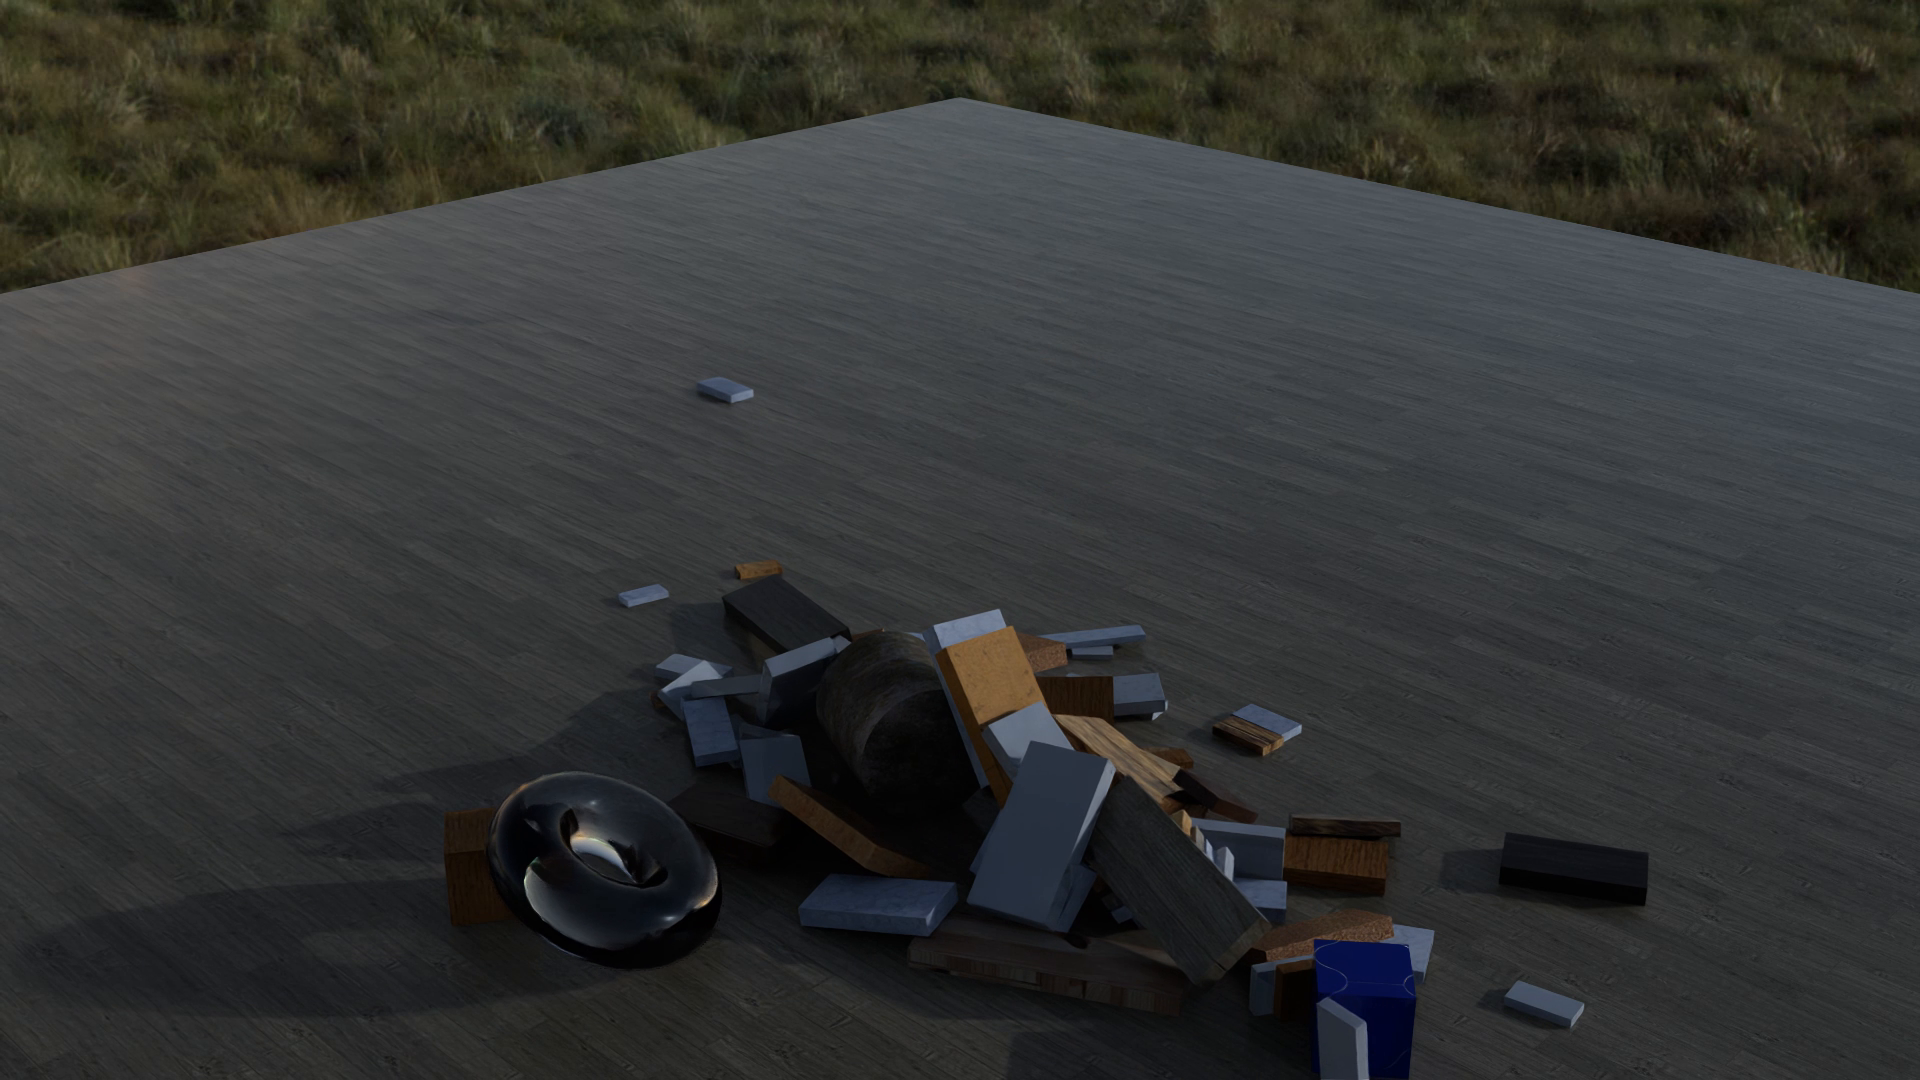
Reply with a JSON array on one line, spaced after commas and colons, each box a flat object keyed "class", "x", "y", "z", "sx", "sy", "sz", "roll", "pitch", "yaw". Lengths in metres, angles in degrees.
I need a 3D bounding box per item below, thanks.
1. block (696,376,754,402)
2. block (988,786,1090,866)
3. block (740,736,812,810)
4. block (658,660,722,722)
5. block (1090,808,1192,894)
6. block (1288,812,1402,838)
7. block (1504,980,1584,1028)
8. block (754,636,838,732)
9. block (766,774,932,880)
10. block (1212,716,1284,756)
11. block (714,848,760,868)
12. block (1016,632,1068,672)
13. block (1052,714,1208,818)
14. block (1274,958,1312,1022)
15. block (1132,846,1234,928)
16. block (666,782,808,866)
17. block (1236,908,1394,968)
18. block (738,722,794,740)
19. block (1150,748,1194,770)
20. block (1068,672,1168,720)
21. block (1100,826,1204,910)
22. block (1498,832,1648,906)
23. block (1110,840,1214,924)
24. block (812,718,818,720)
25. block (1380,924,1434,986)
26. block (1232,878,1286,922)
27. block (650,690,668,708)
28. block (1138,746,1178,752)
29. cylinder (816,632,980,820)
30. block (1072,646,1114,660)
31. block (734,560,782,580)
[{"class": "block", "x": -0.730, "y": -0.468, "z": 6.832, "sx": 0.086, "sy": 0.024, "sz": 0.173, "roll": -20, "pitch": 30, "yaw": -39}, {"class": "block", "x": 0.209, "y": 0.514, "z": 4.332, "sx": 0.169, "sy": 0.048, "sz": 0.338, "roll": -17, "pitch": 33, "yaw": -29}, {"class": "block", "x": -0.377, "y": 0.492, "z": 4.521, "sx": 0.128, "sy": 0.036, "sz": 0.256, "roll": -3, "pitch": 29, "yaw": -11}, {"class": "block", "x": -0.591, "y": 0.334, "z": 4.884, "sx": 0.081, "sy": 0.023, "sz": 0.161, "roll": 44, "pitch": 38, "yaw": 8}, {"class": "block", "x": 0.336, "y": 0.580, "z": 4.102, "sx": 0.202, "sy": 0.029, "sz": 0.101, "roll": -30, "pitch": 14, "yaw": 17}, {"class": "block", "x": 0.759, "y": 0.563, "z": 4.344, "sx": 0.208, "sy": 0.029, "sz": 0.104, "roll": 2, "pitch": -1, "yaw": 4}, {"class": "block", "x": 1.018, "y": 0.809, "z": 3.833, "sx": 0.121, "sy": 0.017, "sz": 0.061, "roll": 15, "pitch": 27, "yaw": 32}, {"class": "block", "x": -0.349, "y": 0.314, "z": 4.661, "sx": 0.148, "sy": 0.295, "sz": 0.042, "roll": -19, "pitch": 65, "yaw": -20}, {"class": "block", "x": -0.215, "y": 0.562, "z": 4.253, "sx": 0.166, "sy": 0.047, "sz": 0.331, "roll": 29, "pitch": -1, "yaw": -44}, {"class": "block", "x": 0.621, "y": 0.421, "z": 4.742, "sx": 0.070, "sy": 0.020, "sz": 0.139, "roll": -21, "pitch": 31, "yaw": -40}, {"class": "block", "x": -0.443, "y": 0.586, "z": 4.346, "sx": 0.183, "sy": 0.026, "sz": 0.091, "roll": 21, "pitch": 30, "yaw": 40}, {"class": "block", "x": 0.080, "y": 0.253, "z": 4.926, "sx": 0.169, "sy": 0.048, "sz": 0.338, "roll": -13, "pitch": 10, "yaw": -27}, {"class": "block", "x": 0.325, "y": 0.455, "z": 4.367, "sx": 0.165, "sy": 0.047, "sz": 0.330, "roll": 9, "pitch": 21, "yaw": -46}, {"class": "block", "x": 0.643, "y": 0.771, "z": 3.817, "sx": 0.198, "sy": 0.099, "sz": 0.028, "roll": -7, "pitch": 24, "yaw": -16}, {"class": "block", "x": 0.413, "y": 0.643, "z": 4.071, "sx": 0.198, "sy": 0.028, "sz": 0.099, "roll": -29, "pitch": 15, "yaw": 18}, {"class": "block", "x": -0.450, "y": 0.557, "z": 4.331, "sx": 0.273, "sy": 0.039, "sz": 0.136, "roll": 13, "pitch": 26, "yaw": 28}, {"class": "block", "x": 0.632, "y": 0.718, "z": 3.957, "sx": 0.265, "sy": 0.037, "sz": 0.132, "roll": -10, "pitch": 2, "yaw": -23}, {"class": "block", "x": -0.404, "y": 0.423, "z": 4.680, "sx": 0.130, "sy": 0.018, "sz": 0.065, "roll": 15, "pitch": 12, "yaw": -12}, {"class": "block", "x": 0.421, "y": 0.462, "z": 4.584, "sx": 0.117, "sy": 0.017, "sz": 0.059, "roll": -6, "pitch": 24, "yaw": -14}, {"class": "block", "x": 0.337, "y": 0.349, "z": 4.913, "sx": 0.251, "sy": 0.020, "sz": 0.070, "roll": 15, "pitch": 27, "yaw": 31}, {"class": "block", "x": 0.357, "y": 0.608, "z": 4.078, "sx": 0.202, "sy": 0.029, "sz": 0.101, "roll": -29, "pitch": 14, "yaw": 18}, {"class": "block", "x": 1.180, "y": 0.631, "z": 4.226, "sx": 0.269, "sy": 0.038, "sz": 0.135, "roll": 7, "pitch": 24, "yaw": 16}, {"class": "block", "x": 0.376, "y": 0.633, "z": 4.072, "sx": 0.202, "sy": 0.029, "sz": 0.101, "roll": -29, "pitch": 15, "yaw": 18}, {"class": "block", "x": -0.345, "y": 0.346, "z": 4.910, "sx": 0.095, "sy": 0.027, "sz": 0.191, "roll": -4, "pitch": 23, "yaw": -9}, {"class": "block", "x": 0.797, "y": 0.742, "z": 3.949, "sx": 0.089, "sy": 0.025, "sz": 0.178, "roll": 7, "pitch": 16, "yaw": 16}, {"class": "block", "x": 0.509, "y": 0.667, "z": 4.108, "sx": 0.198, "sy": 0.028, "sz": 0.099, "roll": 4, "pitch": 23, "yaw": 8}, {"class": "block", "x": -0.633, "y": 0.349, "z": 4.917, "sx": 0.112, "sy": 0.016, "sz": 0.056, "roll": -9, "pitch": 24, "yaw": -19}, {"class": "block", "x": 0.411, "y": 0.486, "z": 4.582, "sx": 0.091, "sy": 0.026, "sz": 0.182, "roll": 1, "pitch": 23, "yaw": 3}, {"class": "cylinder", "x": -0.113, "y": 0.376, "z": 4.505, "sx": 0.289, "sy": 0.289, "sz": 0.289, "roll": -9, "pitch": 25, "yaw": -20}, {"class": "block", "x": 0.308, "y": 0.263, "z": 5.125, "sx": 0.094, "sy": 0.013, "sz": 0.047, "roll": 1, "pitch": 23, "yaw": 2}, {"class": "block", "x": -0.510, "y": 0.074, "z": 5.568, "sx": 0.110, "sy": 0.016, "sz": 0.055, "roll": -8, "pitch": 24, "yaw": -19}]
